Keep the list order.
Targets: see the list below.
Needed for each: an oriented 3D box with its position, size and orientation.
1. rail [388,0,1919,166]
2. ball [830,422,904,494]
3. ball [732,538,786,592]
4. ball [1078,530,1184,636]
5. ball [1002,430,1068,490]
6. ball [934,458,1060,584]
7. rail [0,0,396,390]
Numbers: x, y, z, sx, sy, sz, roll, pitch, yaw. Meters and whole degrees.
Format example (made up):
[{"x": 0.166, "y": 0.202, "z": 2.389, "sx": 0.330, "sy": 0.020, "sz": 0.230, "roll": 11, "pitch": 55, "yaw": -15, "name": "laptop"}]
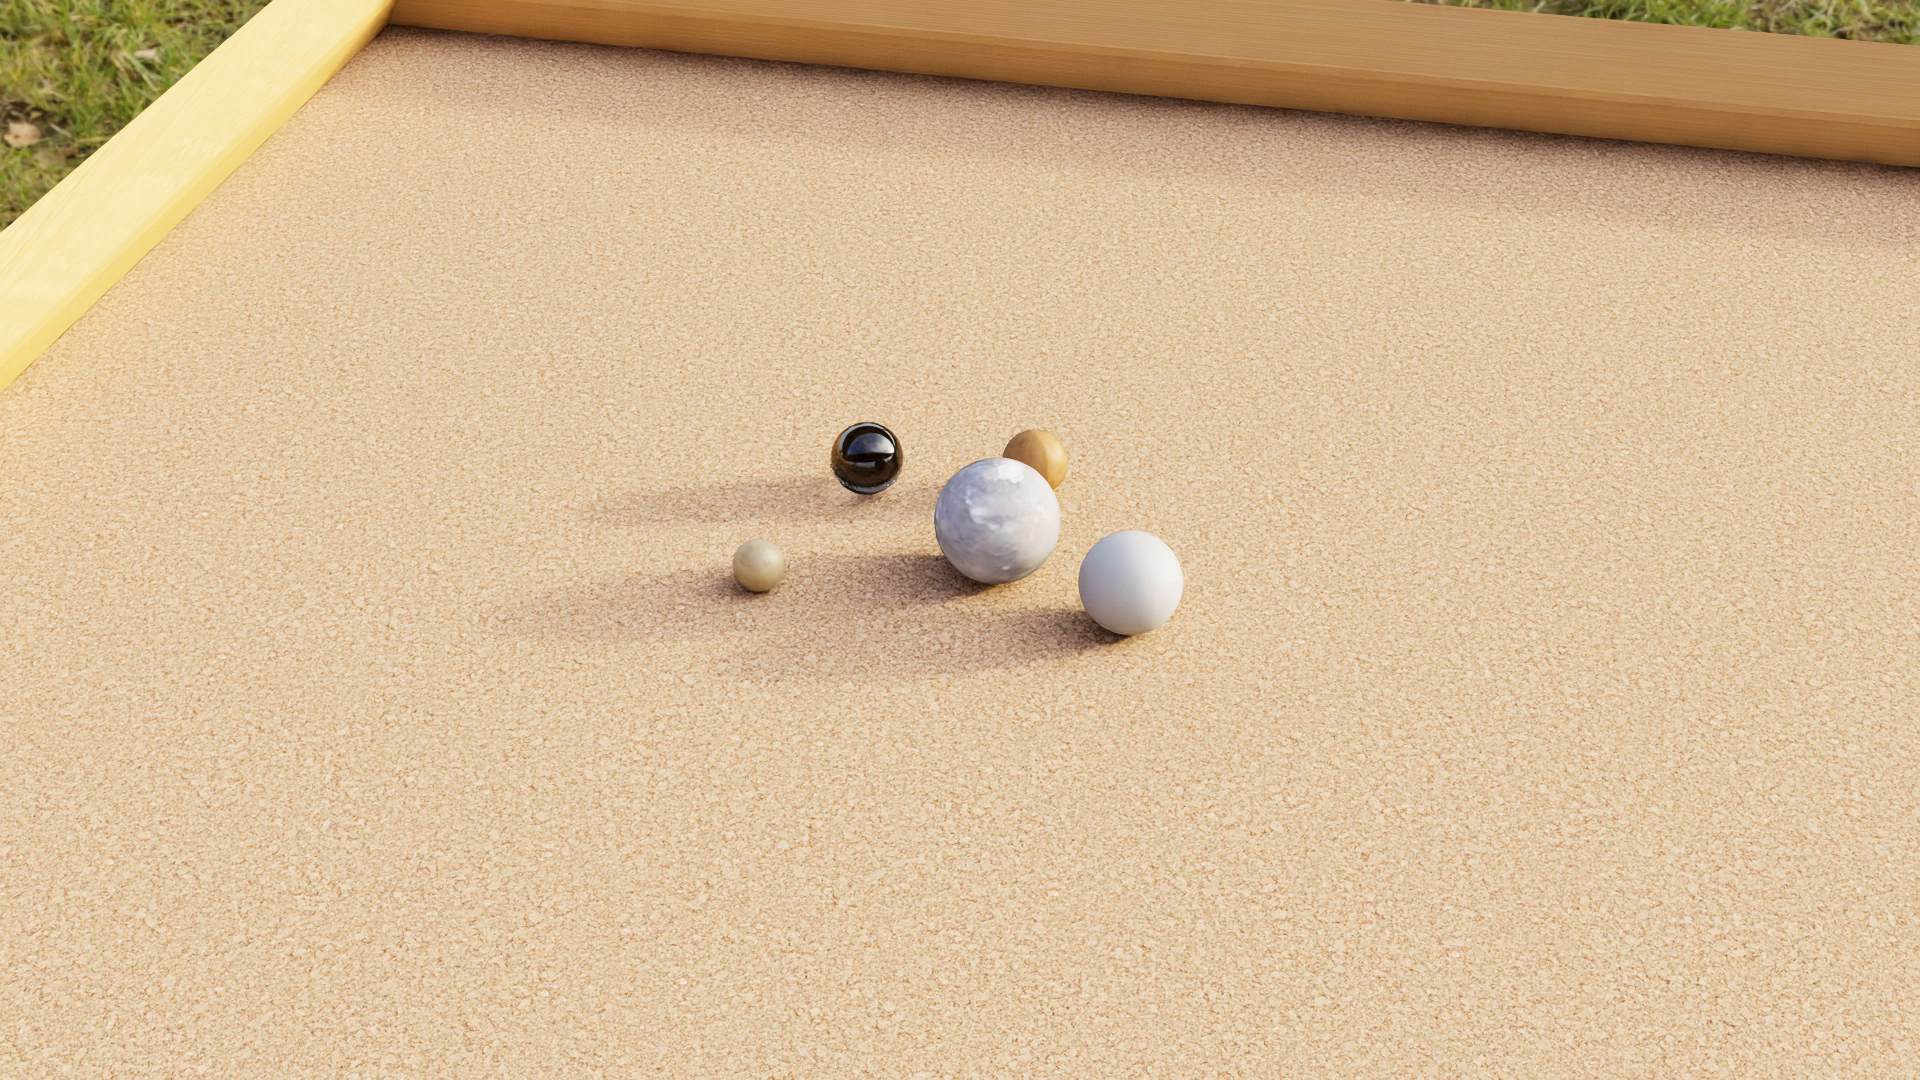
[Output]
[{"x": 1.065, "y": -0.412, "z": 2.552, "sx": 3.540, "sy": 0.128, "sz": 0.045, "roll": 7, "pitch": 35, "yaw": 11, "name": "rail"}, {"x": -0.076, "y": -0.067, "z": 2.103, "sx": 0.060, "sy": 0.060, "sz": 0.060, "roll": 0, "pitch": 34, "yaw": 0, "name": "ball"}, {"x": -0.156, "y": 0.019, "z": 1.992, "sx": 0.041, "sy": 0.041, "sz": 0.041, "roll": 0, "pitch": 34, "yaw": 0, "name": "ball"}, {"x": 0.129, "y": 0.032, "z": 1.939, "sx": 0.079, "sy": 0.079, "sz": 0.079, "roll": 0, "pitch": 34, "yaw": 0, "name": "ball"}, {"x": 0.061, "y": -0.064, "z": 2.103, "sx": 0.054, "sy": 0.054, "sz": 0.054, "roll": 0, "pitch": 34, "yaw": 0, "name": "ball"}, {"x": 0.029, "y": -0.015, "z": 1.991, "sx": 0.099, "sy": 0.099, "sz": 0.099, "roll": 0, "pitch": 34, "yaw": 0, "name": "ball"}, {"x": -0.840, "y": -0.134, "z": 2.139, "sx": 0.045, "sy": 0.128, "sz": 1.867, "roll": 7, "pitch": 35, "yaw": 11, "name": "rail"}]
